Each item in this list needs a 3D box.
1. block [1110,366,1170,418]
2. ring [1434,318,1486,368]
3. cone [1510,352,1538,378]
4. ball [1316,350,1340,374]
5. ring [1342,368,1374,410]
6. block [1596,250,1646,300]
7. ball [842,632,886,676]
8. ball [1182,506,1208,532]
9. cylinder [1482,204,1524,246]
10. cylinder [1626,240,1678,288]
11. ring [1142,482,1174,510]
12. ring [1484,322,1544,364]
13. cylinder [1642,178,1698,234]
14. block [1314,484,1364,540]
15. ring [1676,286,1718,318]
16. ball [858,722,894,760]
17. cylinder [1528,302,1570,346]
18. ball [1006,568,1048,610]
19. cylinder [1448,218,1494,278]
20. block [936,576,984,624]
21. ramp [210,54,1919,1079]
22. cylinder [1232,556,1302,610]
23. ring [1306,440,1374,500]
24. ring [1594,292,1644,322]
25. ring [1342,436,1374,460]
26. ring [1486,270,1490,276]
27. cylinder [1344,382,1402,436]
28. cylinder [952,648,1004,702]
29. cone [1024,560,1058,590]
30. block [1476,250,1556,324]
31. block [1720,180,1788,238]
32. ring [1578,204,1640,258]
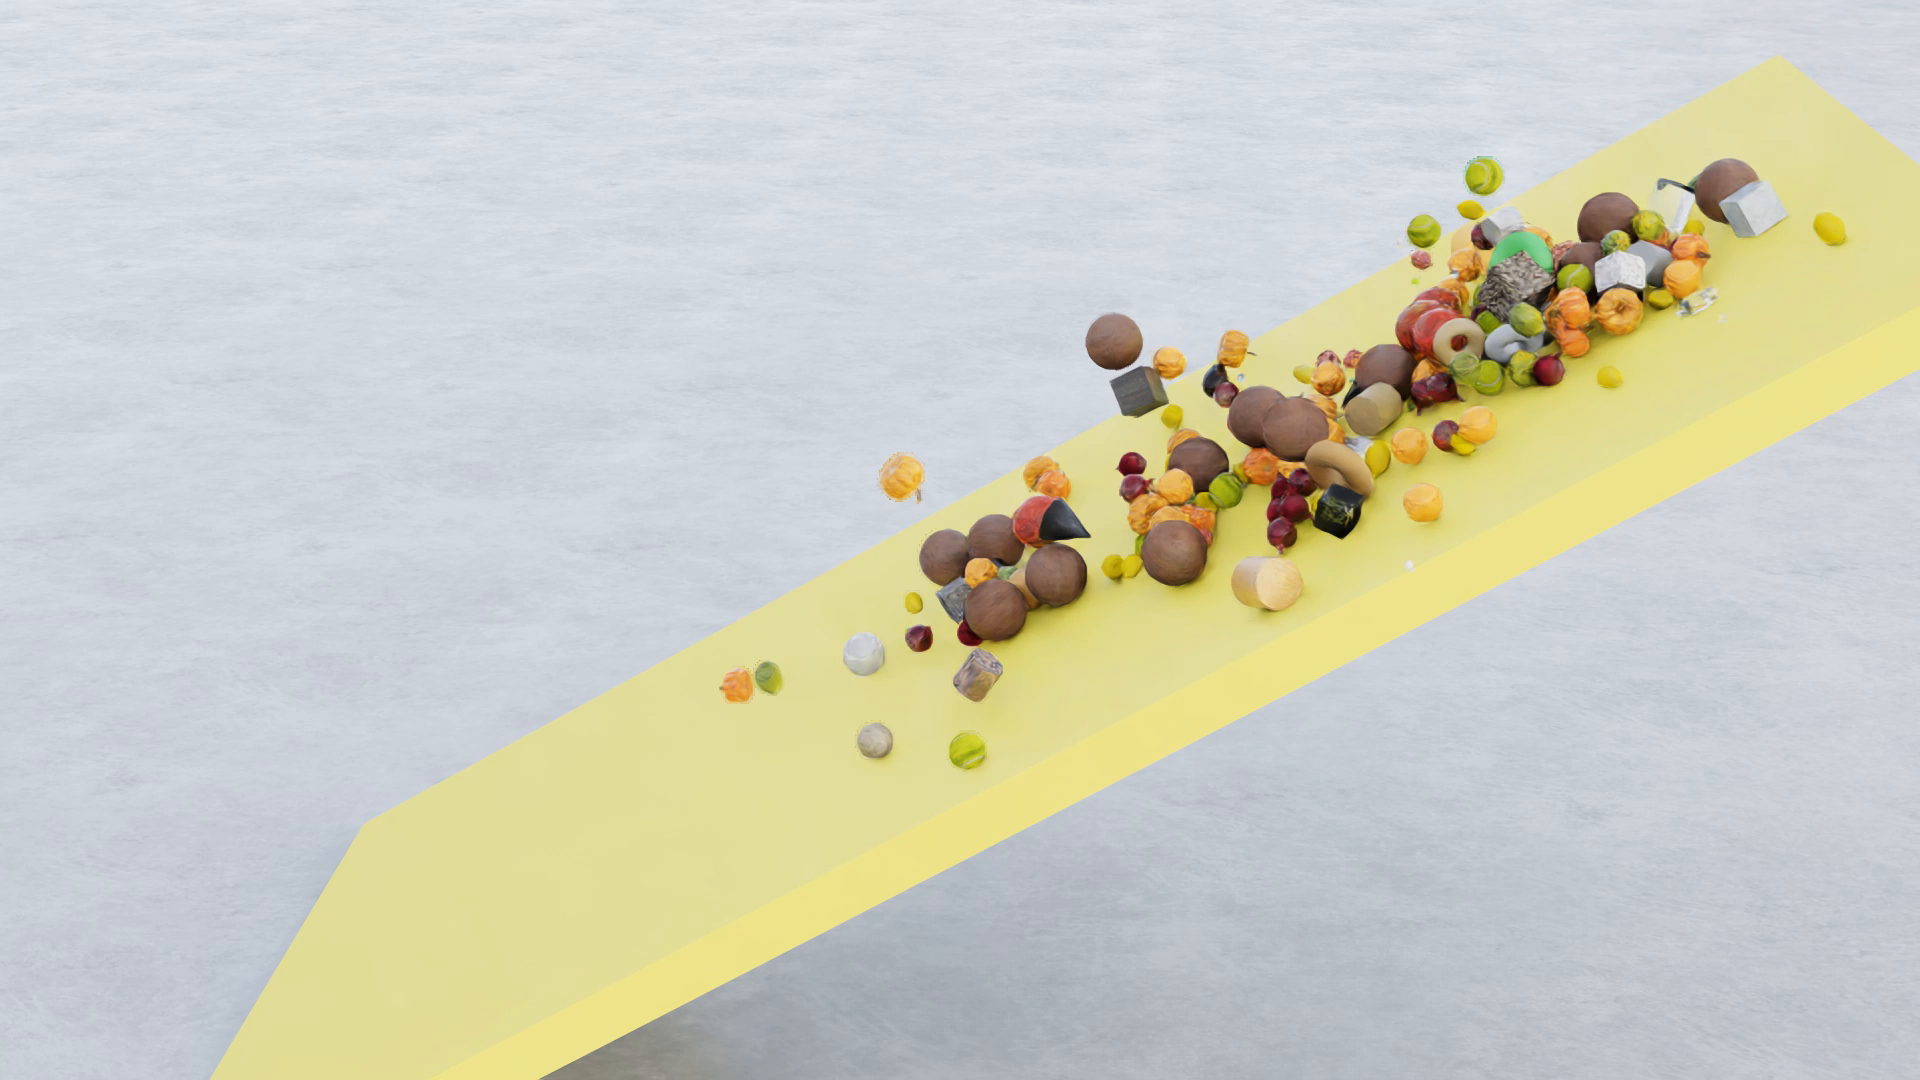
[{"bbox_3d":[0.383,-0.316,6.271,0.081,0.081,0.081,-25,-12,24],"label":"block"},{"bbox_3d":[0.979,-0.385,5.766,0.104,0.104,0.035,-2,23,-5],"label":"ring"},{"bbox_3d":[1.109,-0.350,5.728,0.054,0.054,0.054,-26,29,-27],"label":"cone"},{"bbox_3d":[0.810,-0.390,6.468,0.053,0.053,0.053,0,19,0],"label":"ball"},{"bbox_3d":[0.827,-0.311,6.113,0.035,0.105,0.105,28,23,5],"label":"ring"},{"bbox_3d":[1.272,-0.509,5.666,0.065,0.065,0.065,12,-21,-27],"label":"block"},{"bbox_3d":[-0.207,0.247,6.344,0.094,0.094,0.094,0,19,0],"label":"ball"},{"bbox_3d":[0.478,-0.042,5.990,0.054,0.054,0.054,0,19,0],"label":"ball"},{"bbox_3d":[1.127,-0.653,6.108,0.063,0.063,0.063,-37,28,-9],"label":"cylinder"},{"bbox_3d":[1.348,-0.539,5.747,0.076,0.076,0.076,21,2,-39],"label":"cylinder"},{"bbox_3d":[0.405,-0.091,6.020,0.078,0.026,0.078,33,12,-8],"label":"ring"},{"bbox_3d":[1.081,-0.385,5.737,0.117,0.117,0.039,-4,60,-11],"label":"ring"},{"bbox_3d":[1.439,-0.677,5.963,0.086,0.086,0.086,21,0,0],"label":"cylinder"},{"bbox_3d":[0.707,-0.054,5.490,0.064,0.064,0.064,25,45,21],"label":"block"},{"bbox_3d":[1.384,-0.447,5.527,0.087,0.029,0.087,-30,6,3],"label":"ring"},{"bbox_3d":[-0.167,0.397,5.810,0.072,0.072,0.072,0,19,0],"label":"ball"},{"bbox_3d":[1.159,-0.426,5.816,0.063,0.063,0.063,30,28,-18],"label":"cylinder"},{"bbox_3d":[0.140,0.101,6.130,0.089,0.089,0.089,0,19,0],"label":"ball"},{"bbox_3d":[1.151,-0.645,6.515,0.099,0.099,0.099,-7,35,-20],"label":"cylinder"},{"bbox_3d":[-0.002,0.129,6.368,0.067,0.067,0.067,-34,15,-9],"label":"block"},{"bbox_3d":[0.142,0.168,6.285,4.000,0.100,2.000,-28,15,12],"label":"ramp"},{"bbox_3d":[0.557,0.077,5.342,0.095,0.095,0.095,-8,5,-22],"label":"cylinder"},{"bbox_3d":[0.723,-0.130,5.600,0.146,0.146,0.049,19,59,43],"label":"ring"},{"bbox_3d":[1.285,-0.467,5.734,0.100,0.033,0.100,-23,45,25],"label":"ring"},{"bbox_3d":[0.778,-0.173,5.853,0.100,0.033,0.100,-29,15,9],"label":"ring"},{"bbox_3d":[1.170,-0.593,6.244,0.045,0.136,0.136,40,35,20],"label":"ring"},{"bbox_3d":[0.831,-0.262,5.908,0.085,0.085,0.085,13,30,34],"label":"cylinder"},{"bbox_3d":[0.035,0.263,5.714,0.073,0.073,0.073,28,27,-16],"label":"cylinder"},{"bbox_3d":[0.155,0.074,6.219,0.074,0.074,0.074,-29,15,8],"label":"cone"},{"bbox_3d":[1.095,-0.493,5.794,0.094,0.094,0.094,-29,65,-32],"label":"block"},{"bbox_3d":[1.550,-0.646,5.749,0.079,0.079,0.079,-34,10,-8],"label":"block"},{"bbox_3d":[1.348,-0.643,6.109,0.128,0.043,0.128,-4,63,8],"label":"ring"}]
